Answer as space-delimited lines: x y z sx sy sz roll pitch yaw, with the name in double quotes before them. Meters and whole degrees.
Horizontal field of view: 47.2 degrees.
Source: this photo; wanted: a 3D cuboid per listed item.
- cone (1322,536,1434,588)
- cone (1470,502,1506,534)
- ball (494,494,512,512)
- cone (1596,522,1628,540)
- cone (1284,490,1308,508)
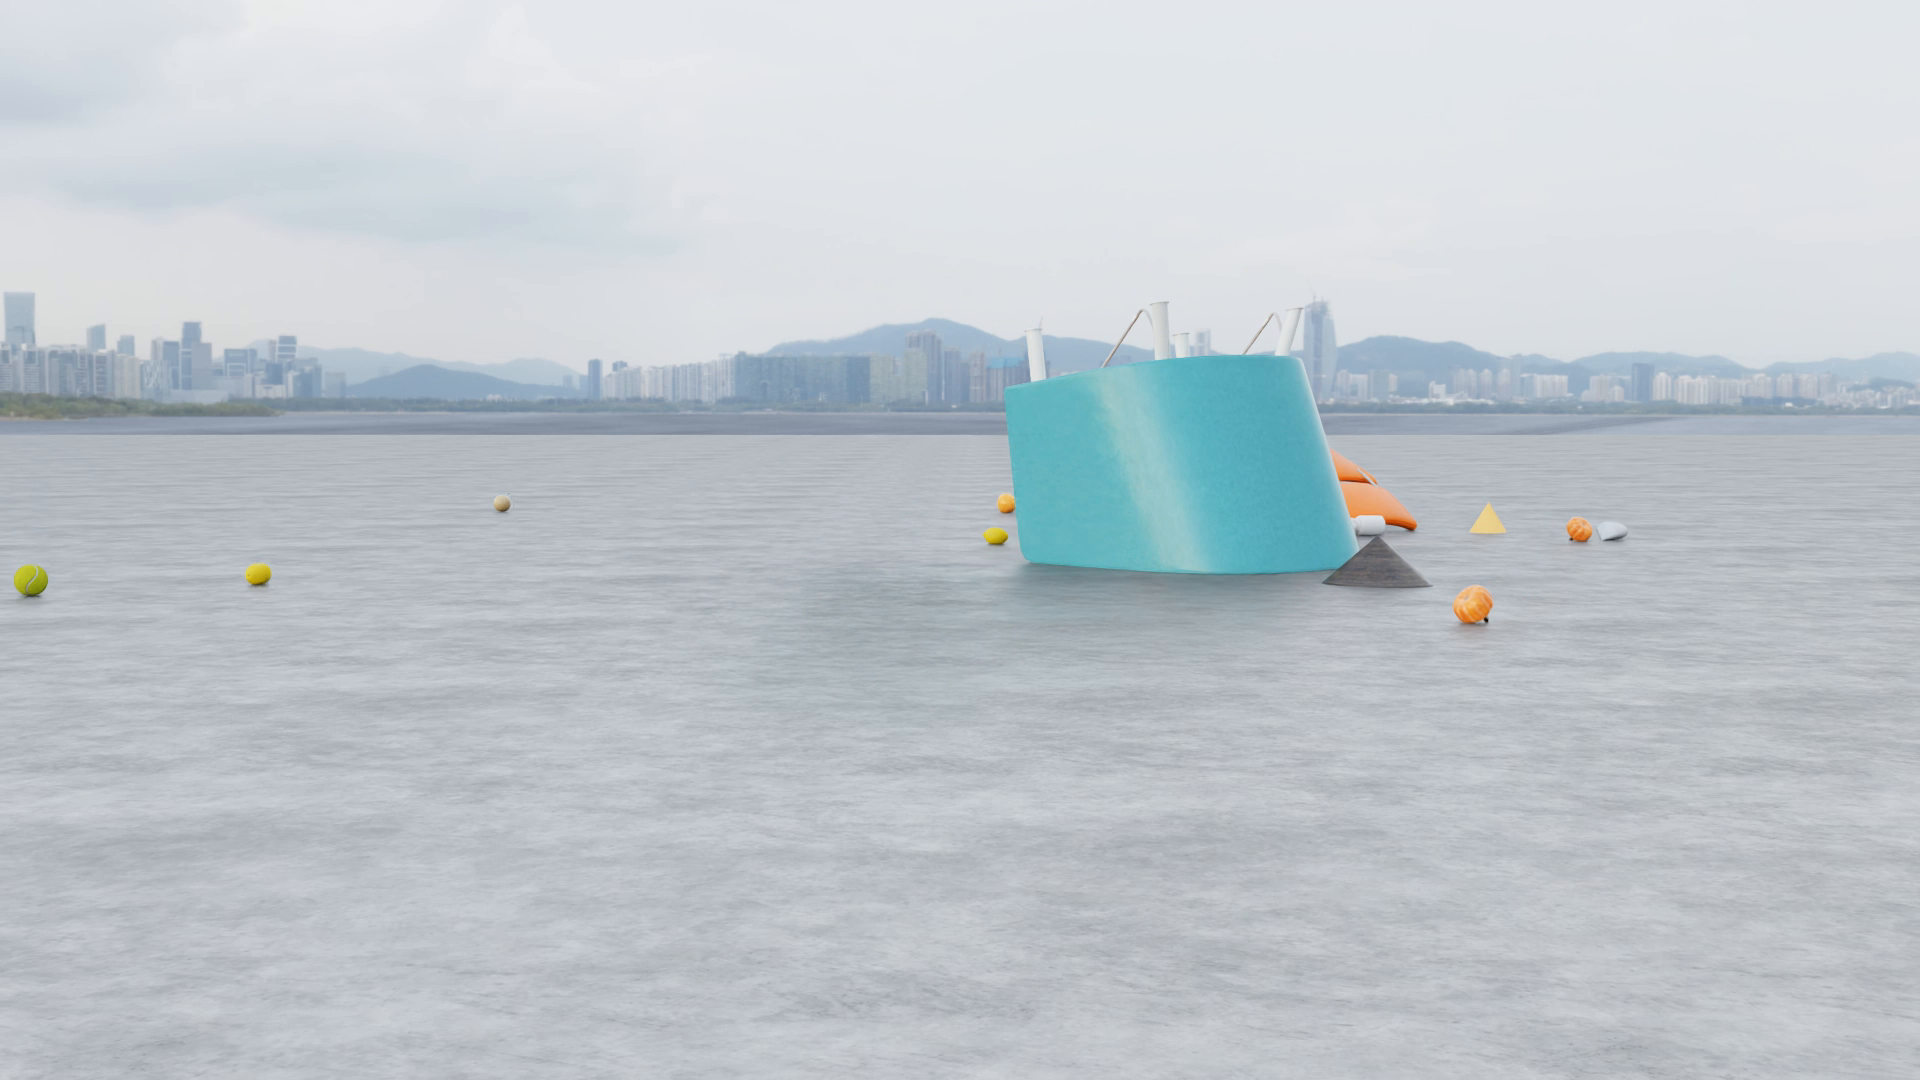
"cone" 0.960 0.045 5.053 0.258 0.114 0.164 2 4 22
"cone" 1.660 -0.072 6.909 0.128 0.094 0.109 -3 5 -39
"ball" -1.673 -0.134 8.036 0.064 0.064 0.064 0 4 0
"cone" 1.924 -0.013 6.542 0.065 0.058 0.107 -34 21 -37
"cone" 1.246 -0.133 8.242 0.087 0.072 0.107 -24 15 -7
